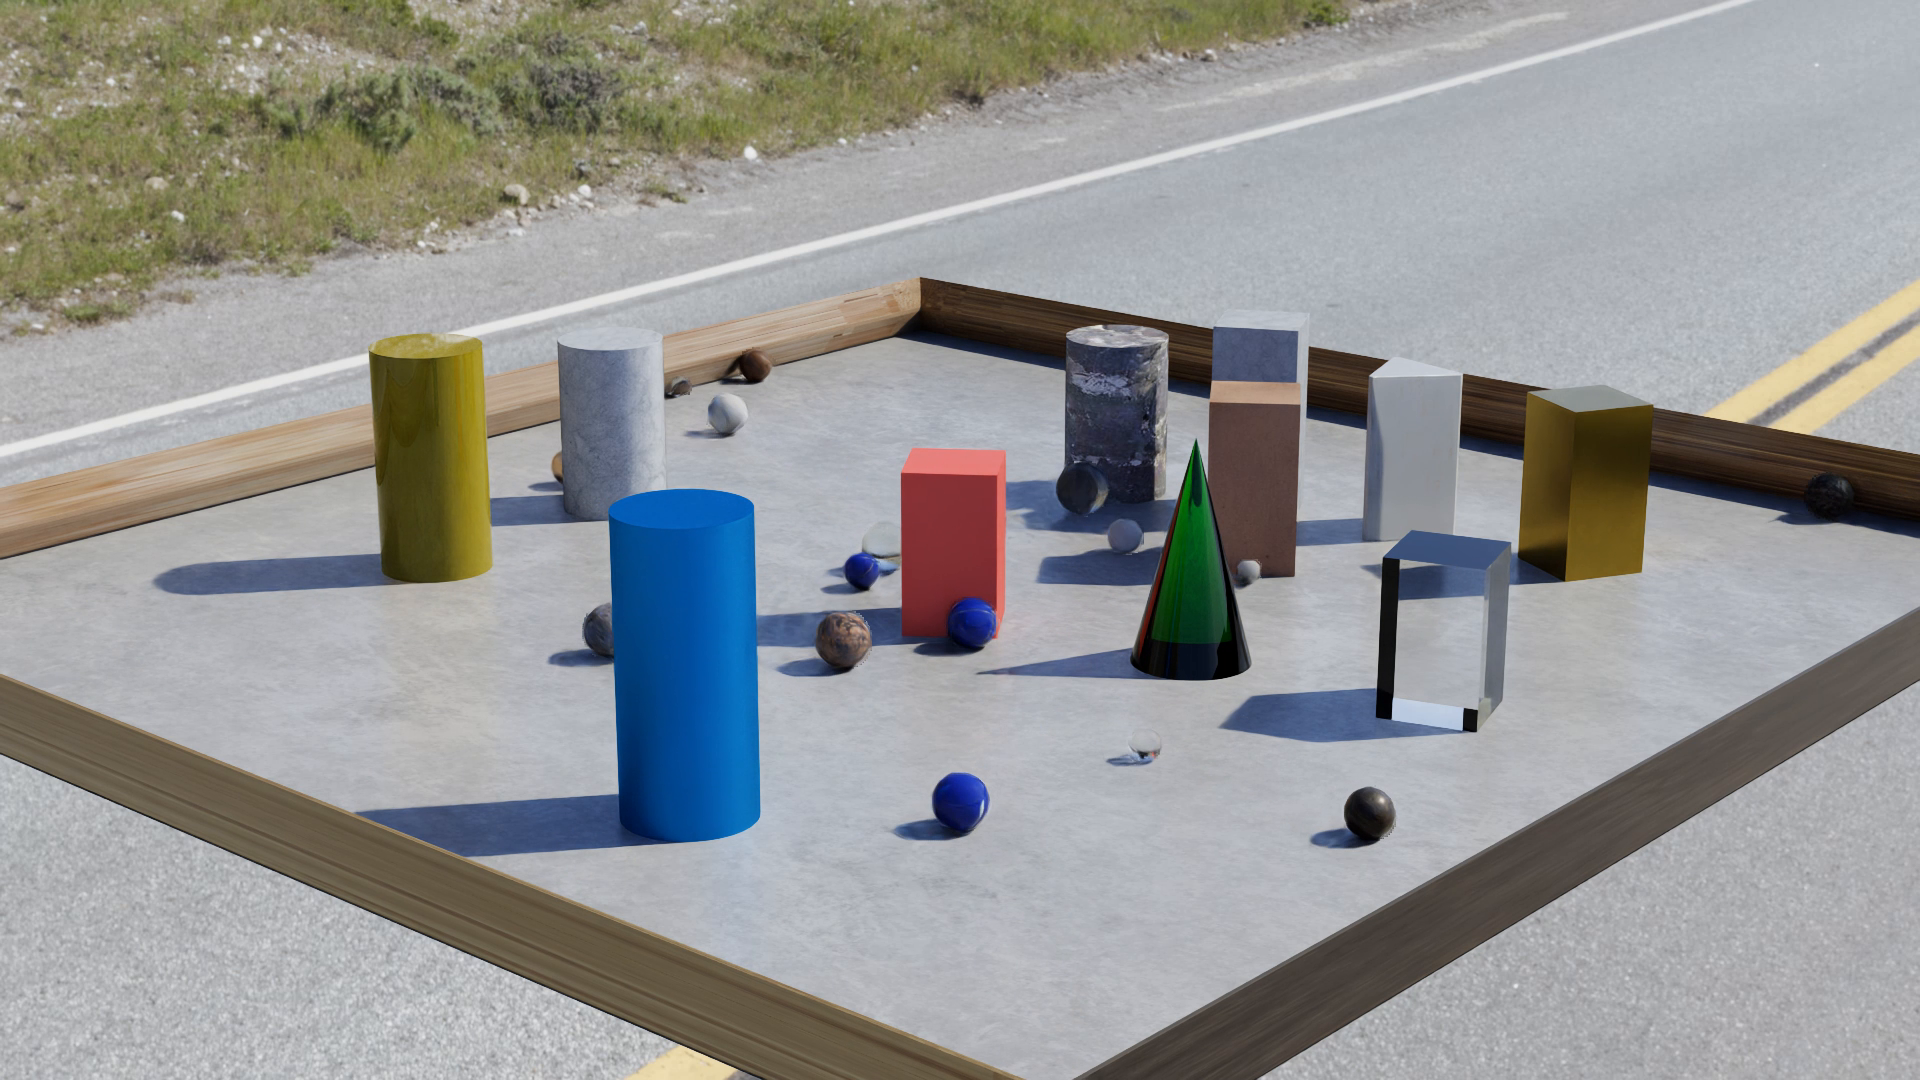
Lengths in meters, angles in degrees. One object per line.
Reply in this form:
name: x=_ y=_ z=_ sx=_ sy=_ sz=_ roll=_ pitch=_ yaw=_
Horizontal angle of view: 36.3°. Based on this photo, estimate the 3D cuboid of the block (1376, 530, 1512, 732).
block: x=0.749 y=0.139 z=4.543 sx=0.160 sy=0.260 sz=0.160 roll=7 pitch=18 yaw=23

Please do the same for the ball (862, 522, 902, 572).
ball: x=-0.133 y=0.012 z=5.264 sx=0.088 sy=0.088 sz=0.088 roll=0 pitch=17 yaw=0

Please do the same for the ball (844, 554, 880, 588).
ball: x=-0.174 y=0.055 z=5.166 sx=0.063 sy=0.063 sz=0.063 roll=0 pitch=17 yaw=0

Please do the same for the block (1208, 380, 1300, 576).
block: x=0.527 y=-0.111 z=5.276 sx=0.160 sy=0.317 sz=0.160 roll=2 pitch=17 yaw=6

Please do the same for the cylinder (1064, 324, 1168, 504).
cylinder: x=0.305 y=-0.247 z=5.735 sx=0.200 sy=0.312 sz=0.200 roll=0 pitch=17 yaw=0

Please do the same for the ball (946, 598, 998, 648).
ball: x=0.020 y=0.138 z=4.852 sx=0.083 sy=0.083 sz=0.083 roll=0 pitch=17 yaw=0

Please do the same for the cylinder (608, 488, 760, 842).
cylinder: x=-0.383 y=0.173 z=4.095 sx=0.200 sy=0.453 sz=0.200 roll=0 pitch=17 yaw=0

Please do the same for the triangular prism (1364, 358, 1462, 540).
triangular prism: x=0.828 y=-0.173 z=5.490 sx=0.173 sy=0.313 sz=0.150 roll=-2 pitch=17 yaw=-6

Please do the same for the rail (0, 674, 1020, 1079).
rail: x=-0.989 y=0.361 z=4.029 sx=2.920 sy=0.130 sz=0.045 roll=14 pitch=22 yaw=39

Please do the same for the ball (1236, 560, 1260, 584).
ball: x=0.512 y=0.056 z=5.199 sx=0.042 sy=0.042 sz=0.042 roll=0 pitch=17 yaw=0

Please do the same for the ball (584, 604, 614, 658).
ball: x=-0.572 y=0.149 z=4.807 sx=0.090 sy=0.090 sz=0.090 roll=0 pitch=17 yaw=0

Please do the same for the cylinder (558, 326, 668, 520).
cylinder: x=-0.666 y=-0.225 z=5.626 sx=0.200 sy=0.332 sz=0.200 roll=0 pitch=17 yaw=0

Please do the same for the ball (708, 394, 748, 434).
ball: x=-0.491 y=-0.267 z=6.195 sx=0.086 sy=0.086 sz=0.086 roll=0 pitch=17 yaw=0

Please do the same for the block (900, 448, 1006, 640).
block: x=-0.010 y=0.004 z=4.948 sx=0.160 sy=0.284 sz=0.160 roll=2 pitch=17 yaw=6

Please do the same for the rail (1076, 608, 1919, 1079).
rail: x=1.085 y=0.304 z=4.218 sx=0.045 sy=0.130 sz=3.065 roll=14 pitch=22 yaw=39

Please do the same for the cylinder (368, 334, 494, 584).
cylinder: x=-0.944 y=-0.148 z=5.239 sx=0.200 sy=0.408 sz=0.200 roll=0 pitch=17 yaw=0

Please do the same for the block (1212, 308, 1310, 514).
block: x=0.570 y=-0.236 z=5.591 sx=0.160 sy=0.375 sz=0.160 roll=4 pitch=17 yaw=13

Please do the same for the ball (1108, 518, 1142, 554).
ball: x=0.302 y=-0.008 z=5.371 sx=0.064 sy=0.064 sz=0.064 roll=0 pitch=17 yaw=0

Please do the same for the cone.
cone: x=0.378 y=0.016 z=4.746 sx=0.200 sy=0.379 sz=0.200 roll=0 pitch=17 yaw=0

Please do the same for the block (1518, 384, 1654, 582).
block: x=1.121 y=-0.104 z=5.262 sx=0.160 sy=0.311 sz=0.160 roll=-6 pitch=18 yaw=-20

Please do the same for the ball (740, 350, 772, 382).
ball: x=-0.463 y=-0.395 z=6.644 sx=0.073 sy=0.073 sz=0.073 roll=0 pitch=17 yaw=0

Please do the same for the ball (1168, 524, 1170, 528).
ball: x=0.417 y=-0.014 z=5.374 sx=0.074 sy=0.074 sz=0.074 roll=0 pitch=17 yaw=0

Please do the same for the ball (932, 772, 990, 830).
ball: x=0.001 y=0.365 z=4.101 sx=0.082 sy=0.082 sz=0.082 roll=0 pitch=17 yaw=0

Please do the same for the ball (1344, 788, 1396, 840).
ball: x=0.568 y=0.379 z=4.072 sx=0.072 sy=0.072 sz=0.072 roll=0 pitch=17 yaw=0

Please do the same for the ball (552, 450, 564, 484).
ball: x=-0.772 y=-0.145 z=5.808 sx=0.074 sy=0.074 sz=0.074 roll=0 pitch=17 yaw=0

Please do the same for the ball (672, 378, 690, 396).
ball: x=-0.622 y=-0.341 z=6.518 sx=0.041 sy=0.041 sz=0.041 roll=0 pitch=17 yaw=0

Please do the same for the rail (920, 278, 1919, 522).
rail: x=0.989 y=-0.296 z=6.210 sx=2.920 sy=0.130 sz=0.045 roll=14 pitch=22 yaw=39

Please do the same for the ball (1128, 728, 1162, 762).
ball: x=0.275 y=0.304 z=4.359 sx=0.050 sy=0.050 sz=0.050 roll=0 pitch=17 yaw=0

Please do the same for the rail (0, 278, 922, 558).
rail: x=-1.085 y=-0.239 z=6.021 sx=0.045 sy=0.130 sz=3.065 roll=14 pitch=22 yaw=39

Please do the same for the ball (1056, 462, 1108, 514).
ball: x=0.234 y=-0.098 z=5.609 sx=0.100 sy=0.100 sz=0.100 roll=0 pitch=17 yaw=0

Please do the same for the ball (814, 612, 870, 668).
ball: x=-0.191 y=0.162 z=4.761 sx=0.091 sy=0.091 sz=0.091 roll=0 pitch=17 yaw=0

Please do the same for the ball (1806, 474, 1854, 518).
ball: x=1.657 y=-0.084 z=5.584 sx=0.086 sy=0.086 sz=0.086 roll=0 pitch=17 yaw=0
